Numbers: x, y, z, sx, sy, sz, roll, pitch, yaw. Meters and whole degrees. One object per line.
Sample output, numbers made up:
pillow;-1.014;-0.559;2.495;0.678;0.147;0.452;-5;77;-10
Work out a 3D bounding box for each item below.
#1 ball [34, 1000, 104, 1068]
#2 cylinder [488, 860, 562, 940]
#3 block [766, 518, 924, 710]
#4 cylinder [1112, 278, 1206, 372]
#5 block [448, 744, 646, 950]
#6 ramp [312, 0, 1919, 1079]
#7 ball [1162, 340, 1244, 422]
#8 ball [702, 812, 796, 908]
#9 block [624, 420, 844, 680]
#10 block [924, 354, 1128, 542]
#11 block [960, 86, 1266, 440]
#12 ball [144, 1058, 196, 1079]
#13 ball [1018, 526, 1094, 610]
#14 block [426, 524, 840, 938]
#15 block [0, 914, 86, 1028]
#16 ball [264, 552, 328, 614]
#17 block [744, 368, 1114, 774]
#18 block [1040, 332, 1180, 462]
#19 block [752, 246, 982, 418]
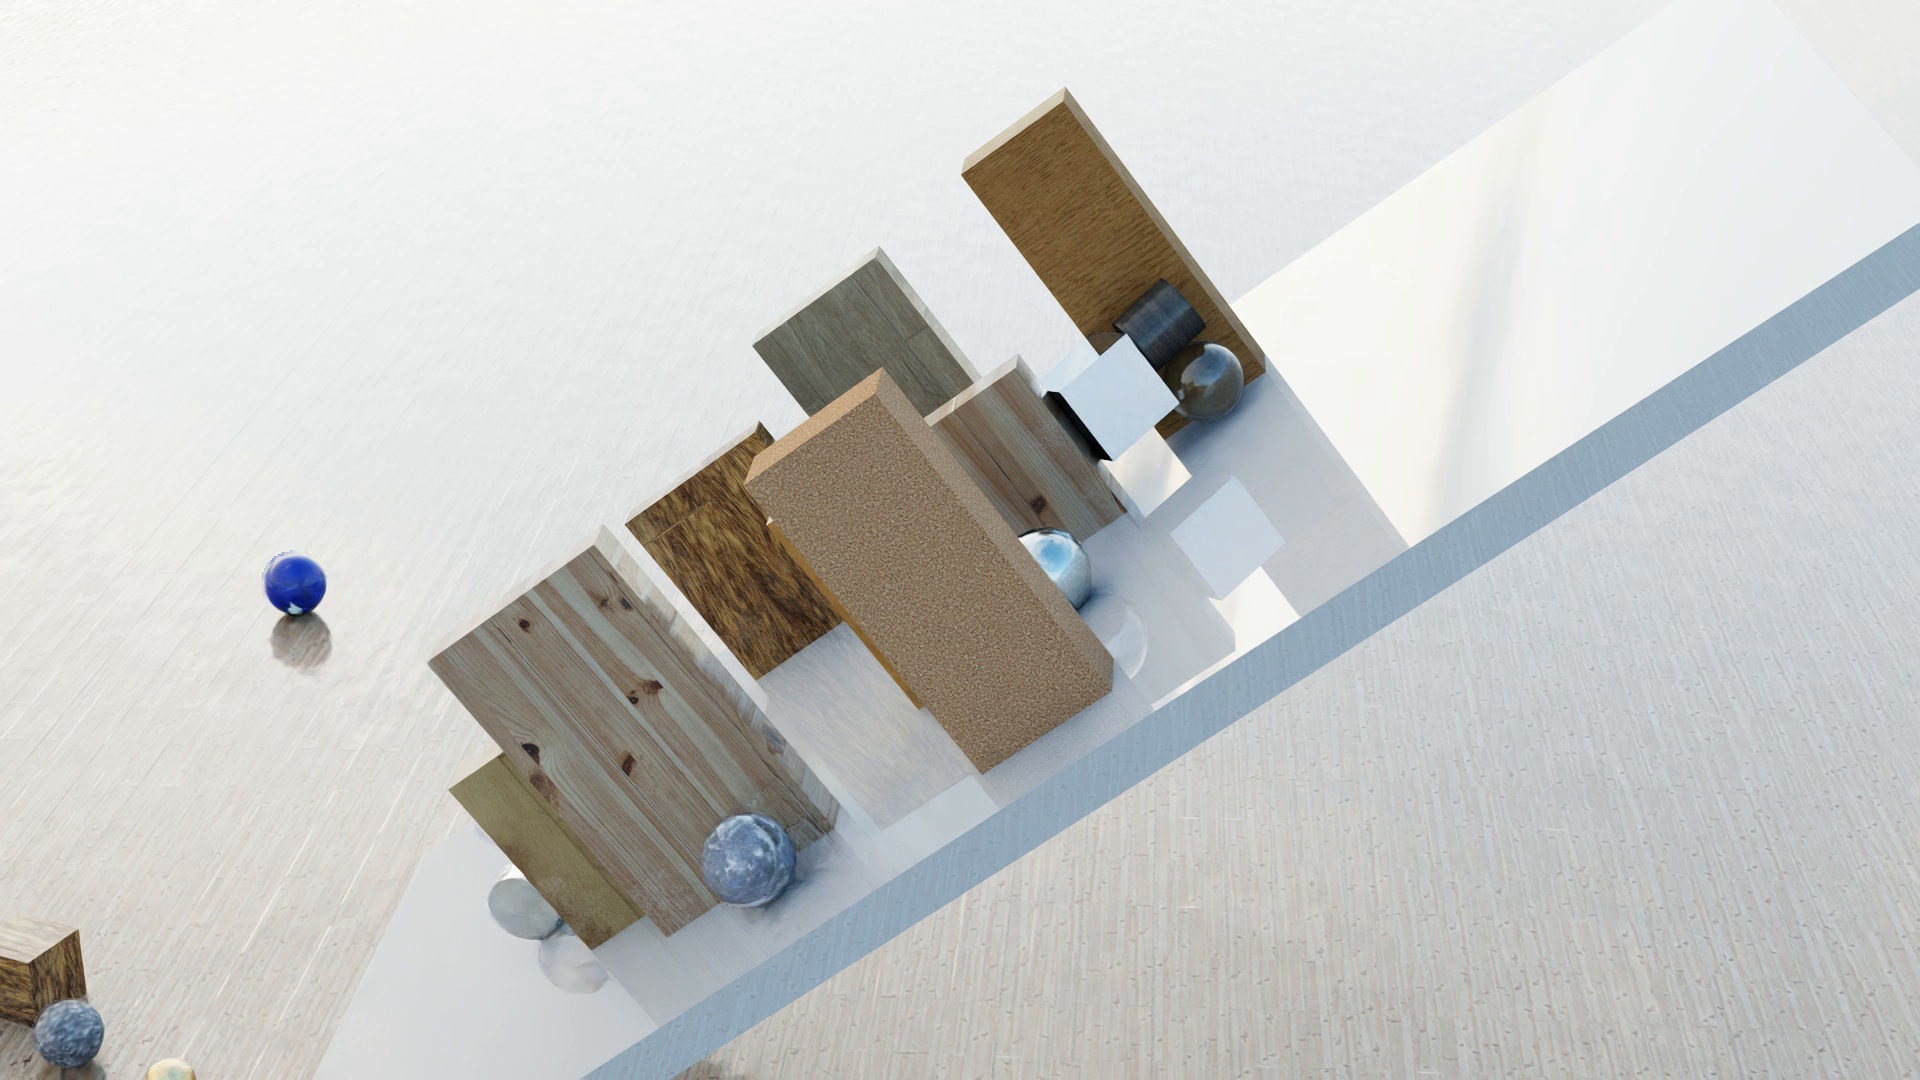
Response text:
ball;-2.112;1.171;6.976;0.160;0.160;0.160;0;22;0
cylinder;-0.941;0.774;6.553;0.167;0.167;0.167;6;30;13
block;-0.114;0.056;6.070;0.306;0.511;0.124;-34;16;16
cylinder;0.428;-0.462;6.335;0.144;0.144;0.144;-43;30;0
block;-0.789;0.589;6.170;0.331;0.468;0.091;-34;16;16
ramp;0.130;0.178;6.320;4.000;0.100;2.000;-34;16;16
ball;0.528;-0.345;6.379;0.177;0.177;0.177;0;22;0
ball;-0.413;0.626;5.750;0.185;0.185;0.185;0;22;0
block;-0.482;0.029;7.000;0.398;0.500;0.083;-34;16;16
block;0.117;-0.146;6.325;0.312;0.401;0.095;-34;16;16
block;0.341;-0.603;6.454;0.275;0.750;0.133;-34;16;16
ball;-1.830;1.260;6.816;0.117;0.117;0.117;0;22;0
ball;0.175;0.068;5.983;0.191;0.191;0.191;0;22;0
block;-0.648;0.389;5.878;0.436;0.755;0.106;-34;16;16
block;-2.288;1.056;7.223;0.182;0.182;0.182;10;24;23
ball;-2.127;0.140;9.417;0.199;0.199;0.199;0;22;0
block;-0.051;0.063;5.505;0.305;0.726;0.147;-34;16;16
block;0.311;-0.312;6.360;0.194;0.194;0.194;-42;15;-10
block;-0.151;-0.340;7.042;0.373;0.634;0.095;-34;16;16
